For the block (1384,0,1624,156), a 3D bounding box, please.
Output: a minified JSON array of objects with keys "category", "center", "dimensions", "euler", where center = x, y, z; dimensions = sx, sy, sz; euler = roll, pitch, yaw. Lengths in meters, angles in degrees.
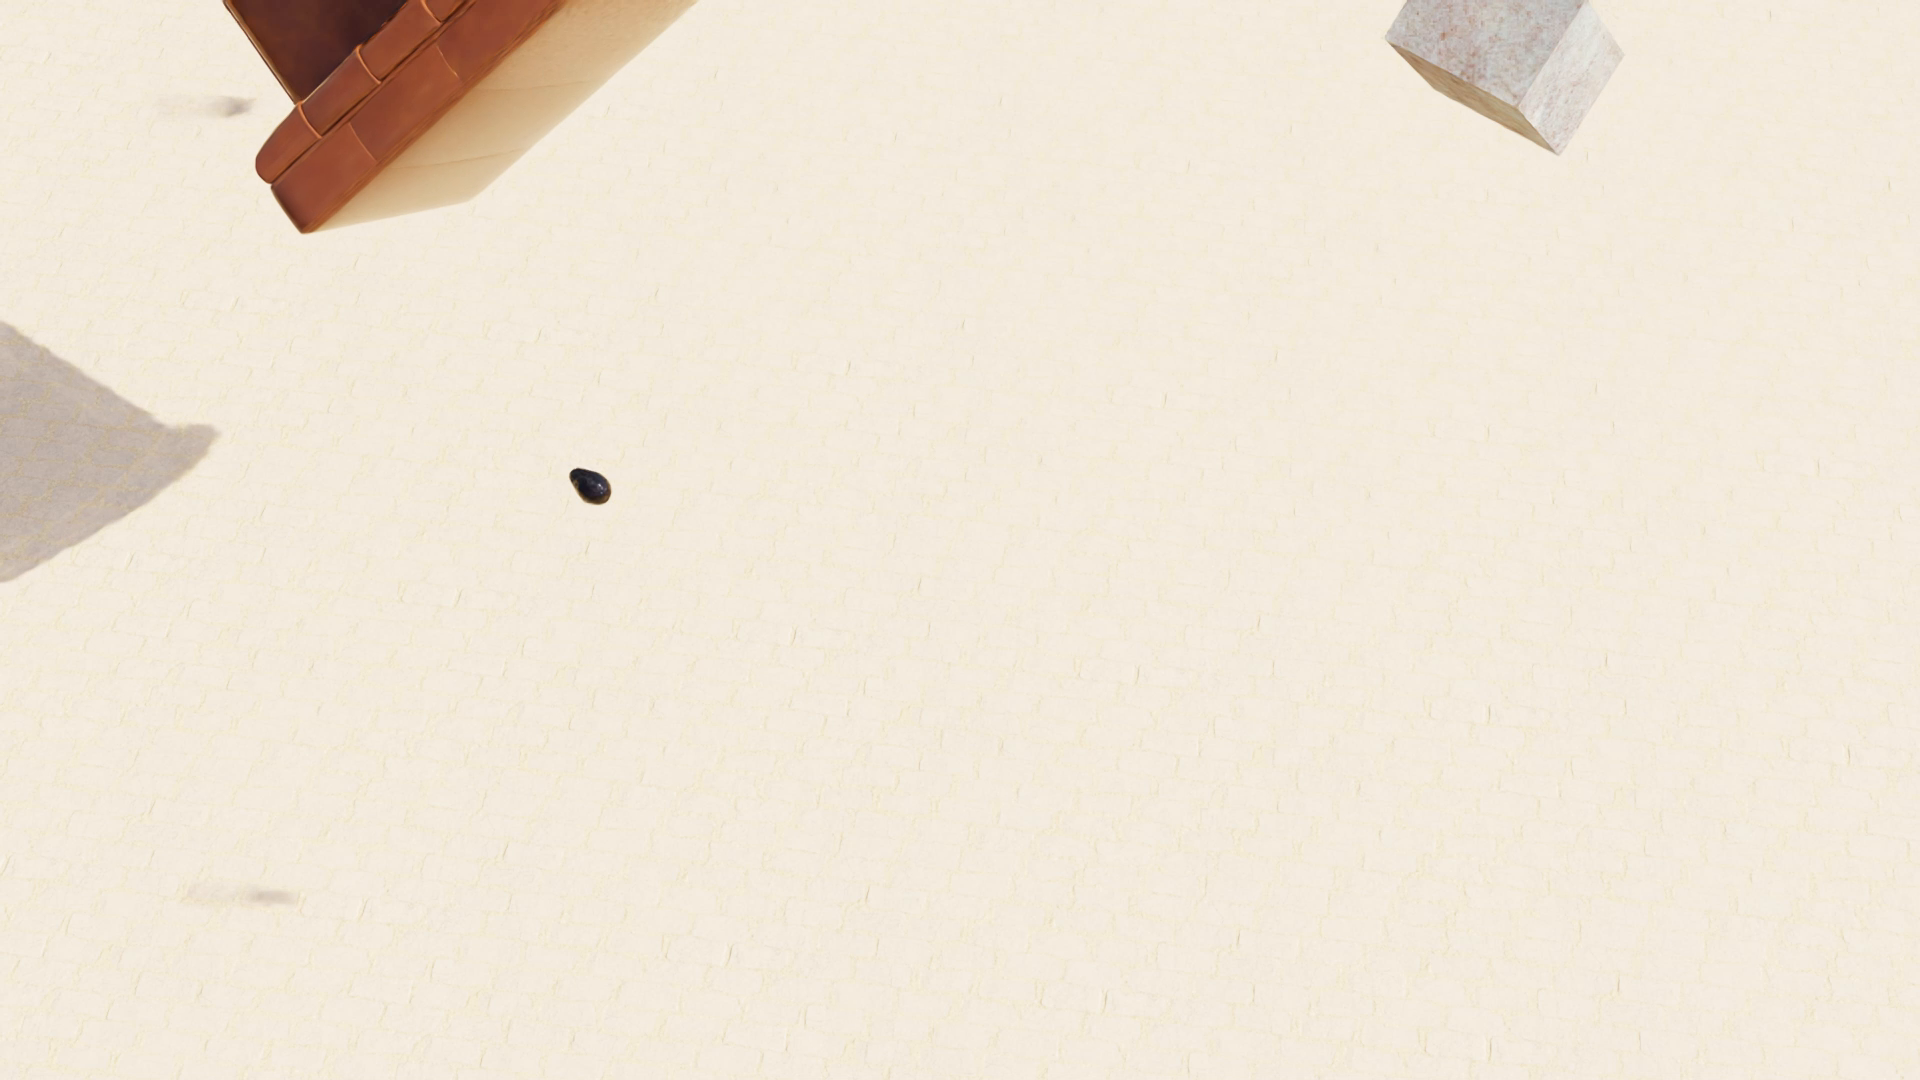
[{"category":"block","center":[0.600,-0.542,2.416],"dimensions":[0.174,0.191,0.130],"euler":[36,101,27]}]
